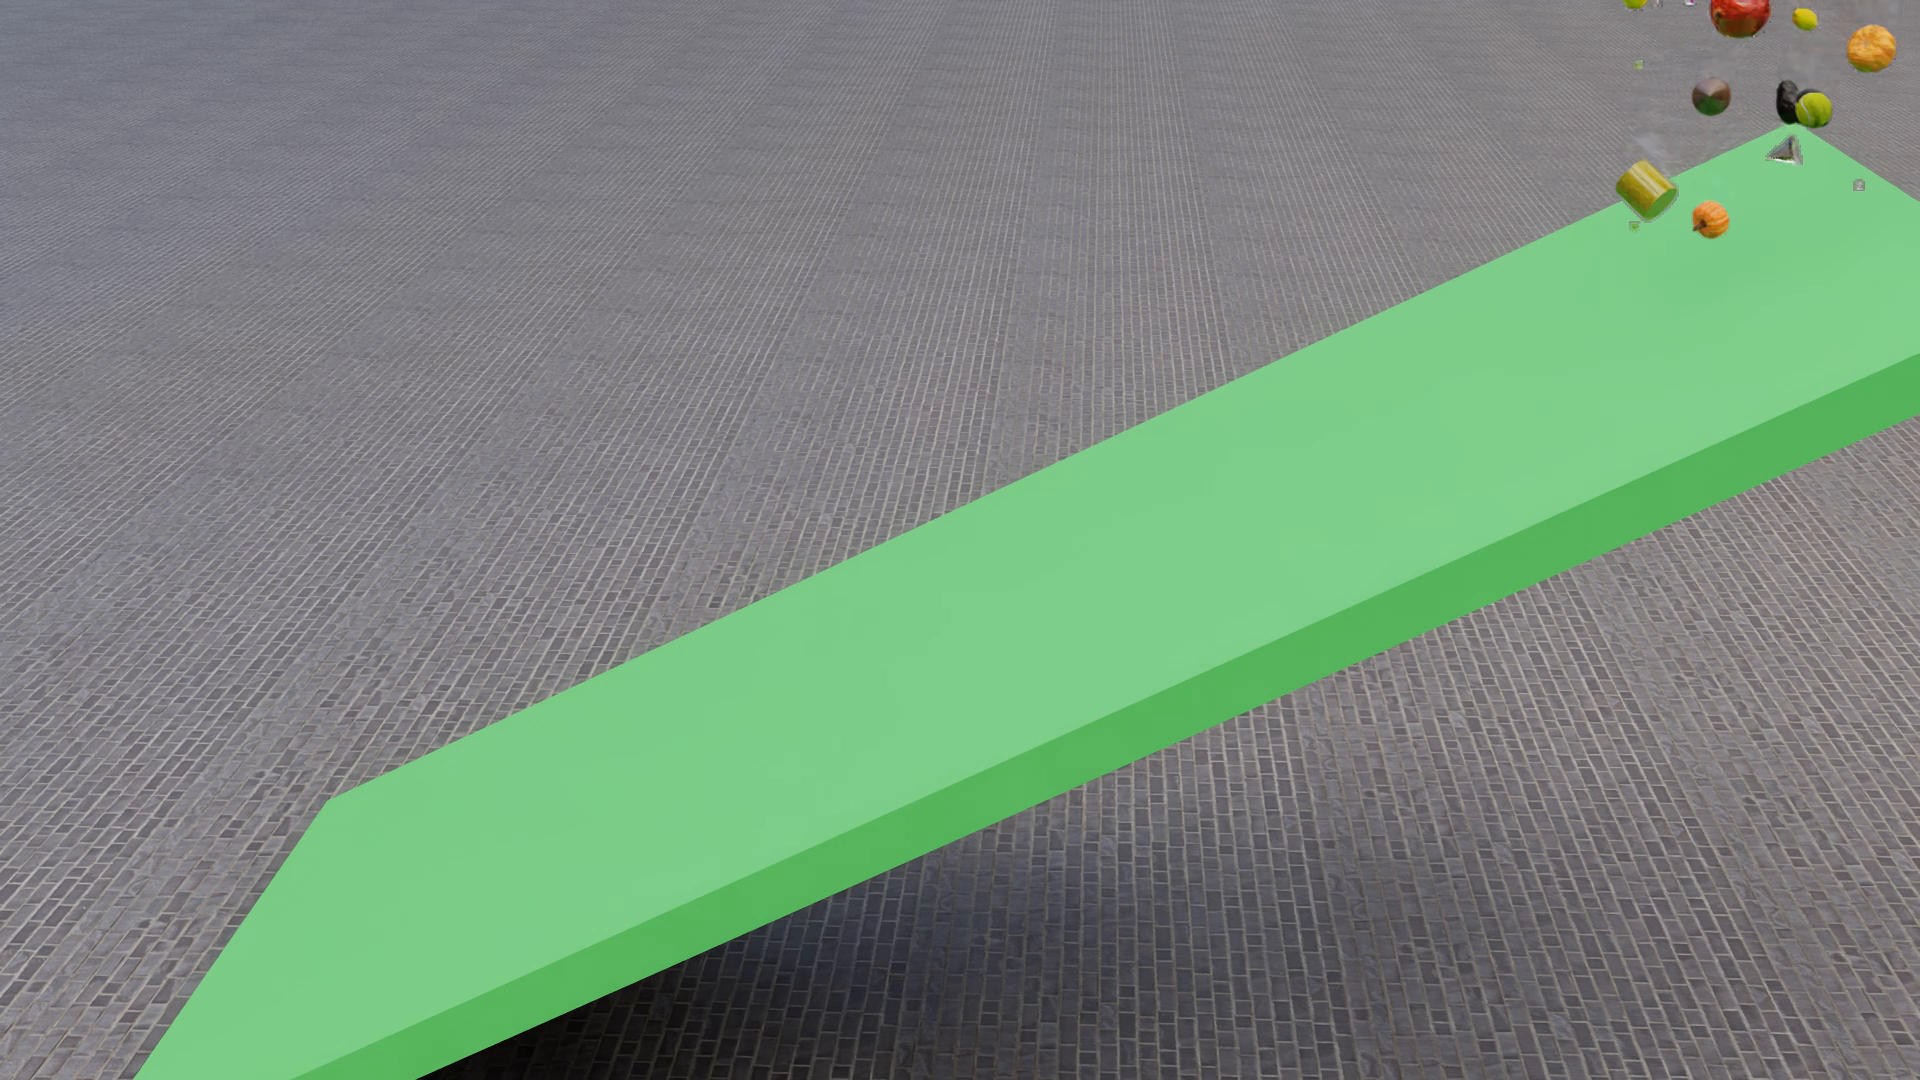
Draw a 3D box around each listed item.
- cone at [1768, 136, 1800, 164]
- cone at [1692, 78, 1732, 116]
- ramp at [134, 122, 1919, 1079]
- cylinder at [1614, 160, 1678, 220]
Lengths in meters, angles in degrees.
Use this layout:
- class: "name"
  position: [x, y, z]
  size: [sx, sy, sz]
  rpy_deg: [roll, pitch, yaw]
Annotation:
- class: "cone"
  position: [1.583, -0.745, 5.674]
  size: [0.057, 0.057, 0.057]
  rpy_deg: [-14, 8, 29]
- class: "cone"
  position: [1.530, -0.904, 5.996]
  size: [0.078, 0.078, 0.078]
  rpy_deg: [5, 9, 17]
- class: "ramp"
  position: [0.138, 0.168, 6.281]
  size: [4.000, 0.100, 2.000]
  rpy_deg: [-25, 14, 10]
- class: "cylinder"
  position: [1.352, -0.690, 5.797]
  size: [0.085, 0.085, 0.085]
  rpy_deg: [-18, 59, -46]
